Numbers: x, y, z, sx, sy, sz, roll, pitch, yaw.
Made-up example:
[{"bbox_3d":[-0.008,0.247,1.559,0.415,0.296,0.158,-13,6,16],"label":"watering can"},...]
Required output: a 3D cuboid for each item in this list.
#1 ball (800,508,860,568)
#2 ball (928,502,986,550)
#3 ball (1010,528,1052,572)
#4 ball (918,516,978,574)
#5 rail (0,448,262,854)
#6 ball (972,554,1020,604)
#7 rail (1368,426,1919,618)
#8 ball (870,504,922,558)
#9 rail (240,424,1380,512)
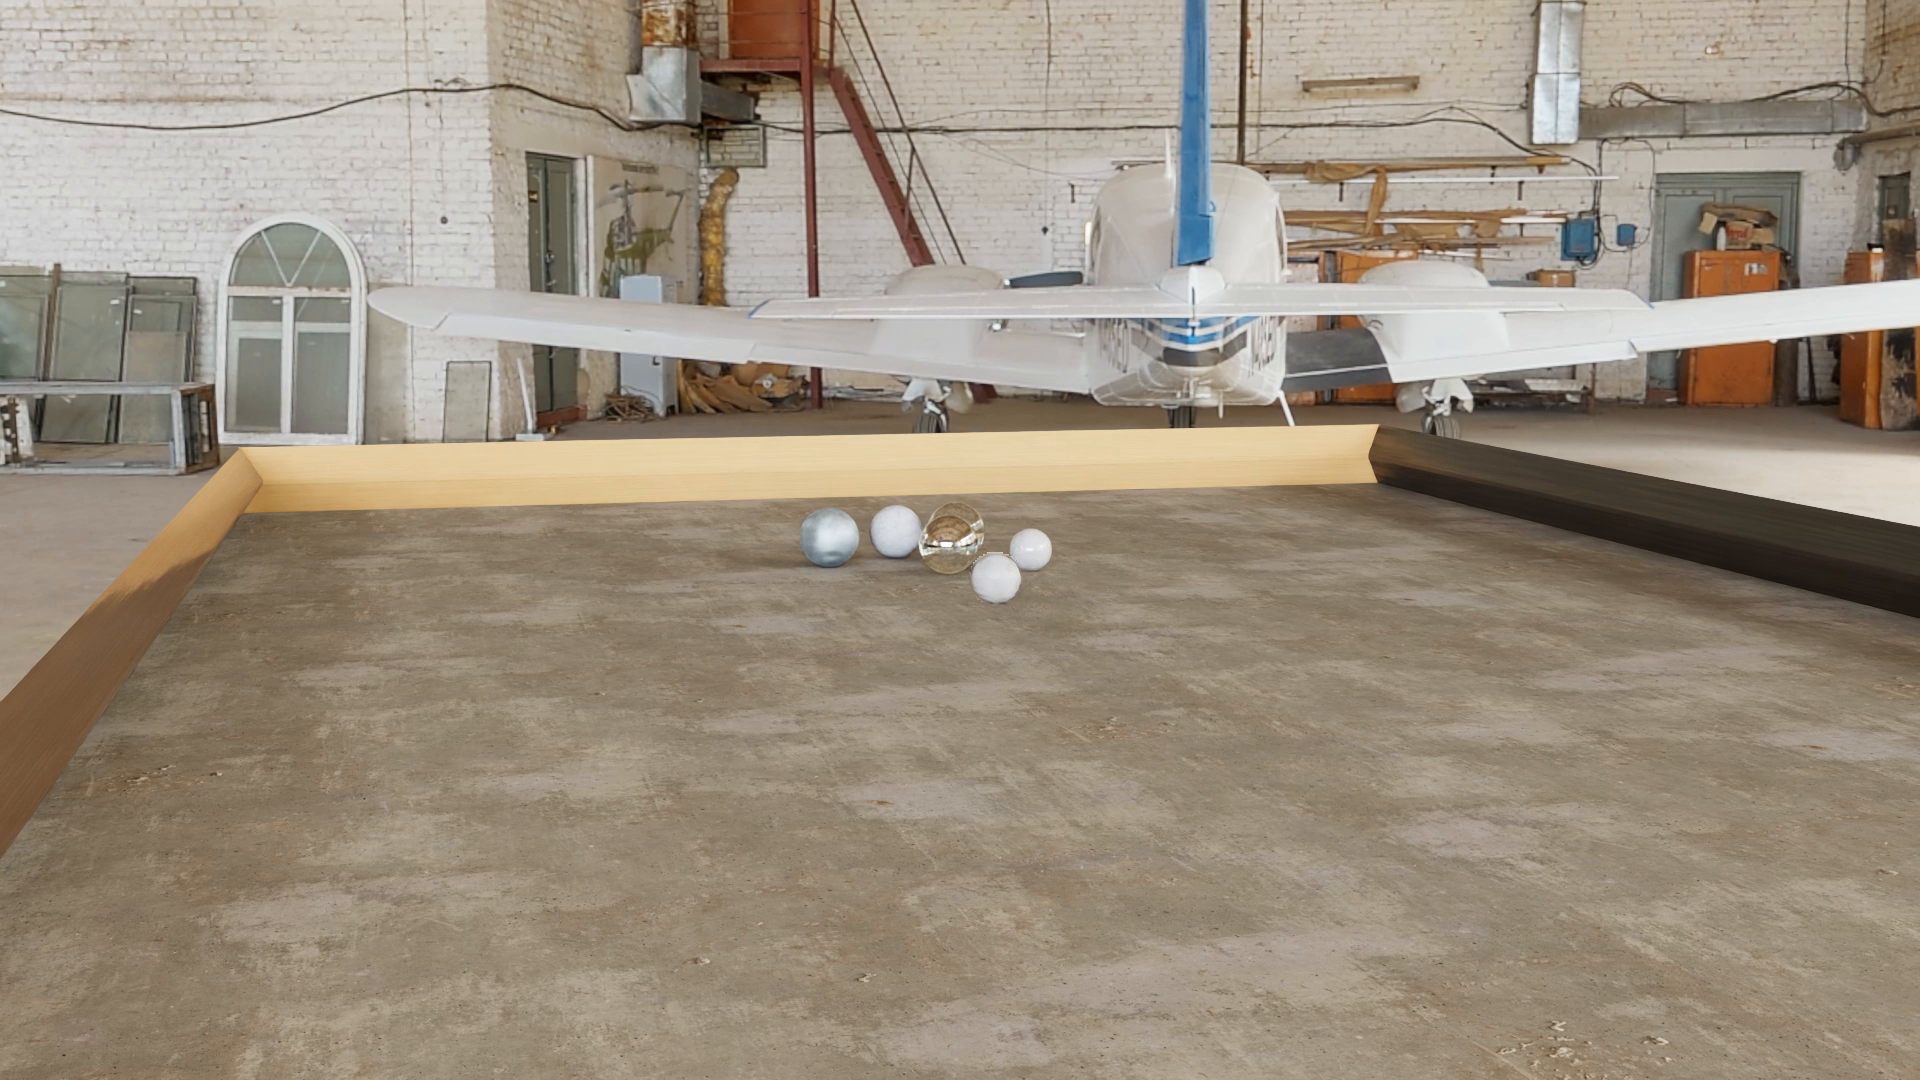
[{"bbox_3d":[-0.214,-0.005,3.601,0.098,0.098,0.098,0,8,0],"label":"ball"},{"bbox_3d":[-0.007,-0.014,3.670,0.098,0.098,0.098,0,8,0],"label":"ball"},{"bbox_3d":[0.114,0.016,3.559,0.069,0.069,0.069,0,8,0],"label":"ball"},{"bbox_3d":[-0.018,0.008,3.519,0.095,0.095,0.095,0,8,0],"label":"ball"},{"bbox_3d":[-0.907,0.152,2.313,0.045,0.127,4.189,-2,8,-13],"label":"rail"},{"bbox_3d":[0.053,0.057,3.236,0.072,0.072,0.072,0,8,0],"label":"ball"},{"bbox_3d":[1.393,0.079,2.857,0.045,0.127,4.189,-2,8,-13],"label":"rail"},{"bbox_3d":[-0.108,-0.014,3.704,0.090,0.090,0.090,0,8,0],"label":"ball"},{"bbox_3d":[-0.237,-0.152,4.582,2.412,0.127,0.045,-2,8,-13],"label":"rail"}]
